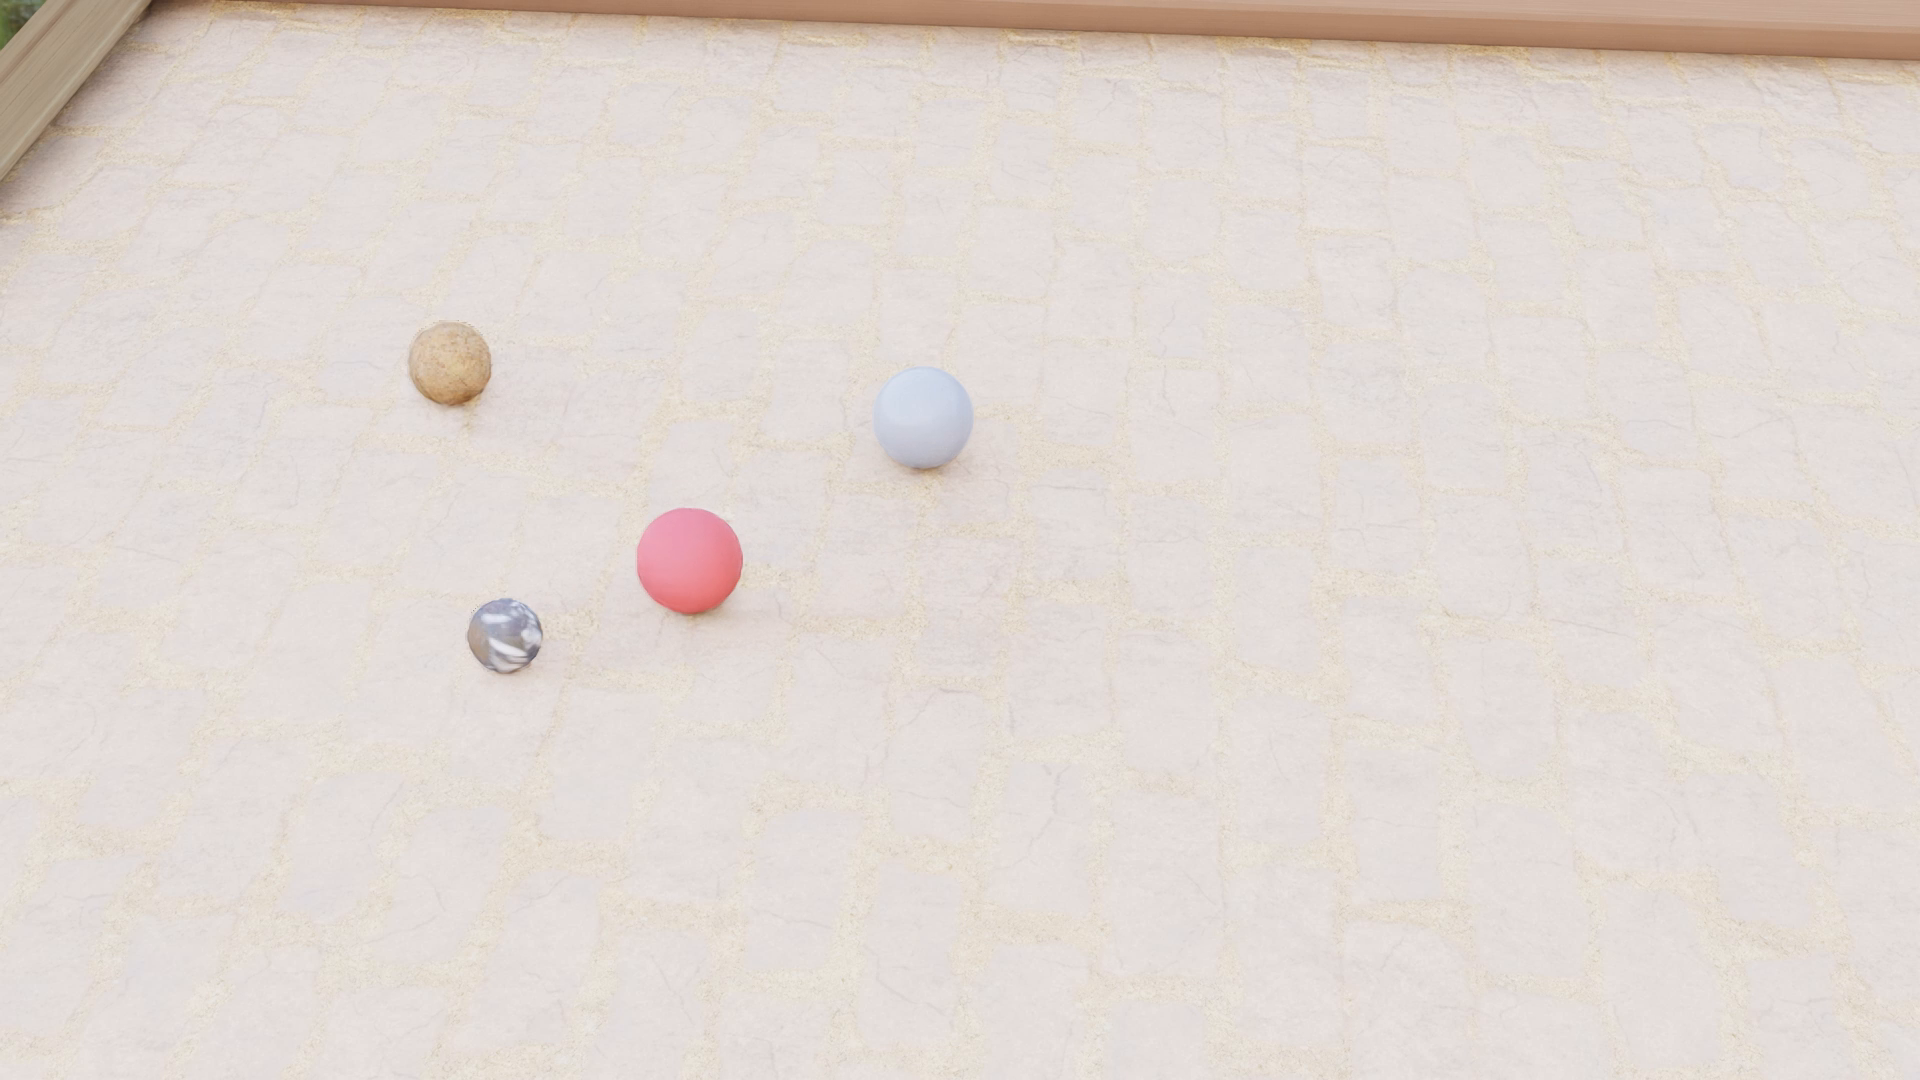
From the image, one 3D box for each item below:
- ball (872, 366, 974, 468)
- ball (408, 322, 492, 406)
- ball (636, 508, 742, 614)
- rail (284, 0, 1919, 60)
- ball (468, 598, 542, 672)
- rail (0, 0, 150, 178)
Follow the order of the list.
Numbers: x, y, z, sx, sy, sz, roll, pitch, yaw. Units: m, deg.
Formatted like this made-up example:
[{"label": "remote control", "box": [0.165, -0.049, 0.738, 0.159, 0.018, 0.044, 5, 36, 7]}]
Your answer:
[{"label": "ball", "box": [-0.027, -0.090, 1.878, 0.075, 0.075, 0.075, 0, 36, 0]}, {"label": "ball", "box": [-0.388, -0.134, 1.950, 0.063, 0.063, 0.063, 0, 36, 0]}, {"label": "ball", "box": [-0.183, 0.014, 1.736, 0.072, 0.072, 0.072, 0, 36, 0]}, {"label": "rail", "box": [0.966, -0.486, 2.412, 3.576, 0.098, 0.045, 3, 36, 4]}, {"label": "ball", "box": [-0.299, 0.063, 1.687, 0.049, 0.049, 0.049, 0, 36, 0]}, {"label": "rail", "box": [-0.867, -0.057, 1.811, 0.045, 0.098, 1.831, 3, 36, 4]}]
